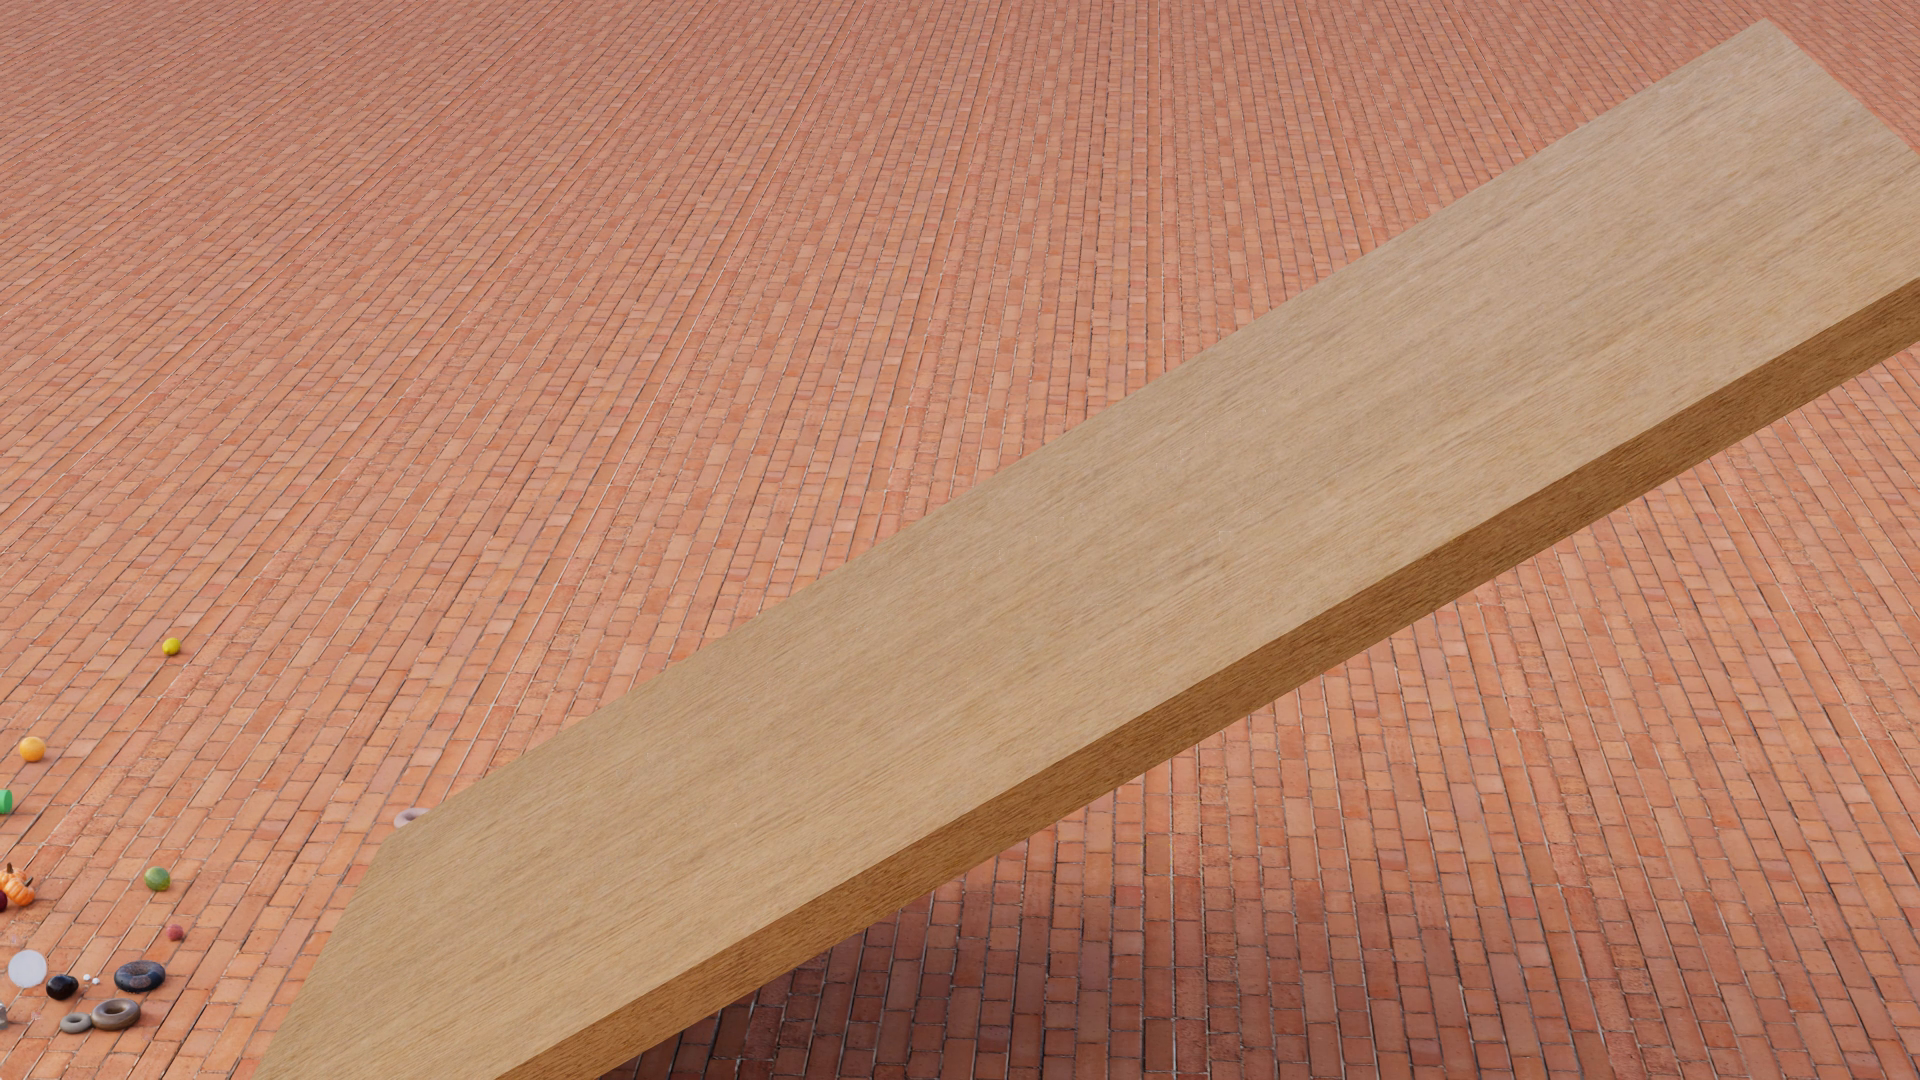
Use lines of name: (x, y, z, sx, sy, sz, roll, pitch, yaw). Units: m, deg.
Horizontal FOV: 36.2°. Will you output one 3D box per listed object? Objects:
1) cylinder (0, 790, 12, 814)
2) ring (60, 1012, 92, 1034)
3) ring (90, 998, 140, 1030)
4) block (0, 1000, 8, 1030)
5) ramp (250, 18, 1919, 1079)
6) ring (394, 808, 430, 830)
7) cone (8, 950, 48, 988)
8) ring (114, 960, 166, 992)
cylinder: (-2.624, 0.712, 8.009, 0.065, 0.065, 0.065, 1, 20, 3)
ring: (-2.077, 1.135, 6.911, 0.075, 0.025, 0.075, -1, 21, 0)
ring: (-1.991, 1.119, 6.936, 0.116, 0.039, 0.116, -1, 20, 1)
block: (-2.277, 1.117, 6.910, 0.058, 0.058, 0.058, -13, 24, -31)
ramp: (0.140, 0.170, 6.294, 4.000, 0.100, 2.000, -31, 15, 14)
ring: (-1.463, 0.758, 7.918, 0.122, 0.041, 0.122, 0, 22, 0)
cone: (-2.264, 1.042, 7.142, 0.090, 0.090, 0.090, -7, -5, -18)
ring: (-1.982, 1.055, 7.108, 0.122, 0.041, 0.122, 1, 19, 0)
